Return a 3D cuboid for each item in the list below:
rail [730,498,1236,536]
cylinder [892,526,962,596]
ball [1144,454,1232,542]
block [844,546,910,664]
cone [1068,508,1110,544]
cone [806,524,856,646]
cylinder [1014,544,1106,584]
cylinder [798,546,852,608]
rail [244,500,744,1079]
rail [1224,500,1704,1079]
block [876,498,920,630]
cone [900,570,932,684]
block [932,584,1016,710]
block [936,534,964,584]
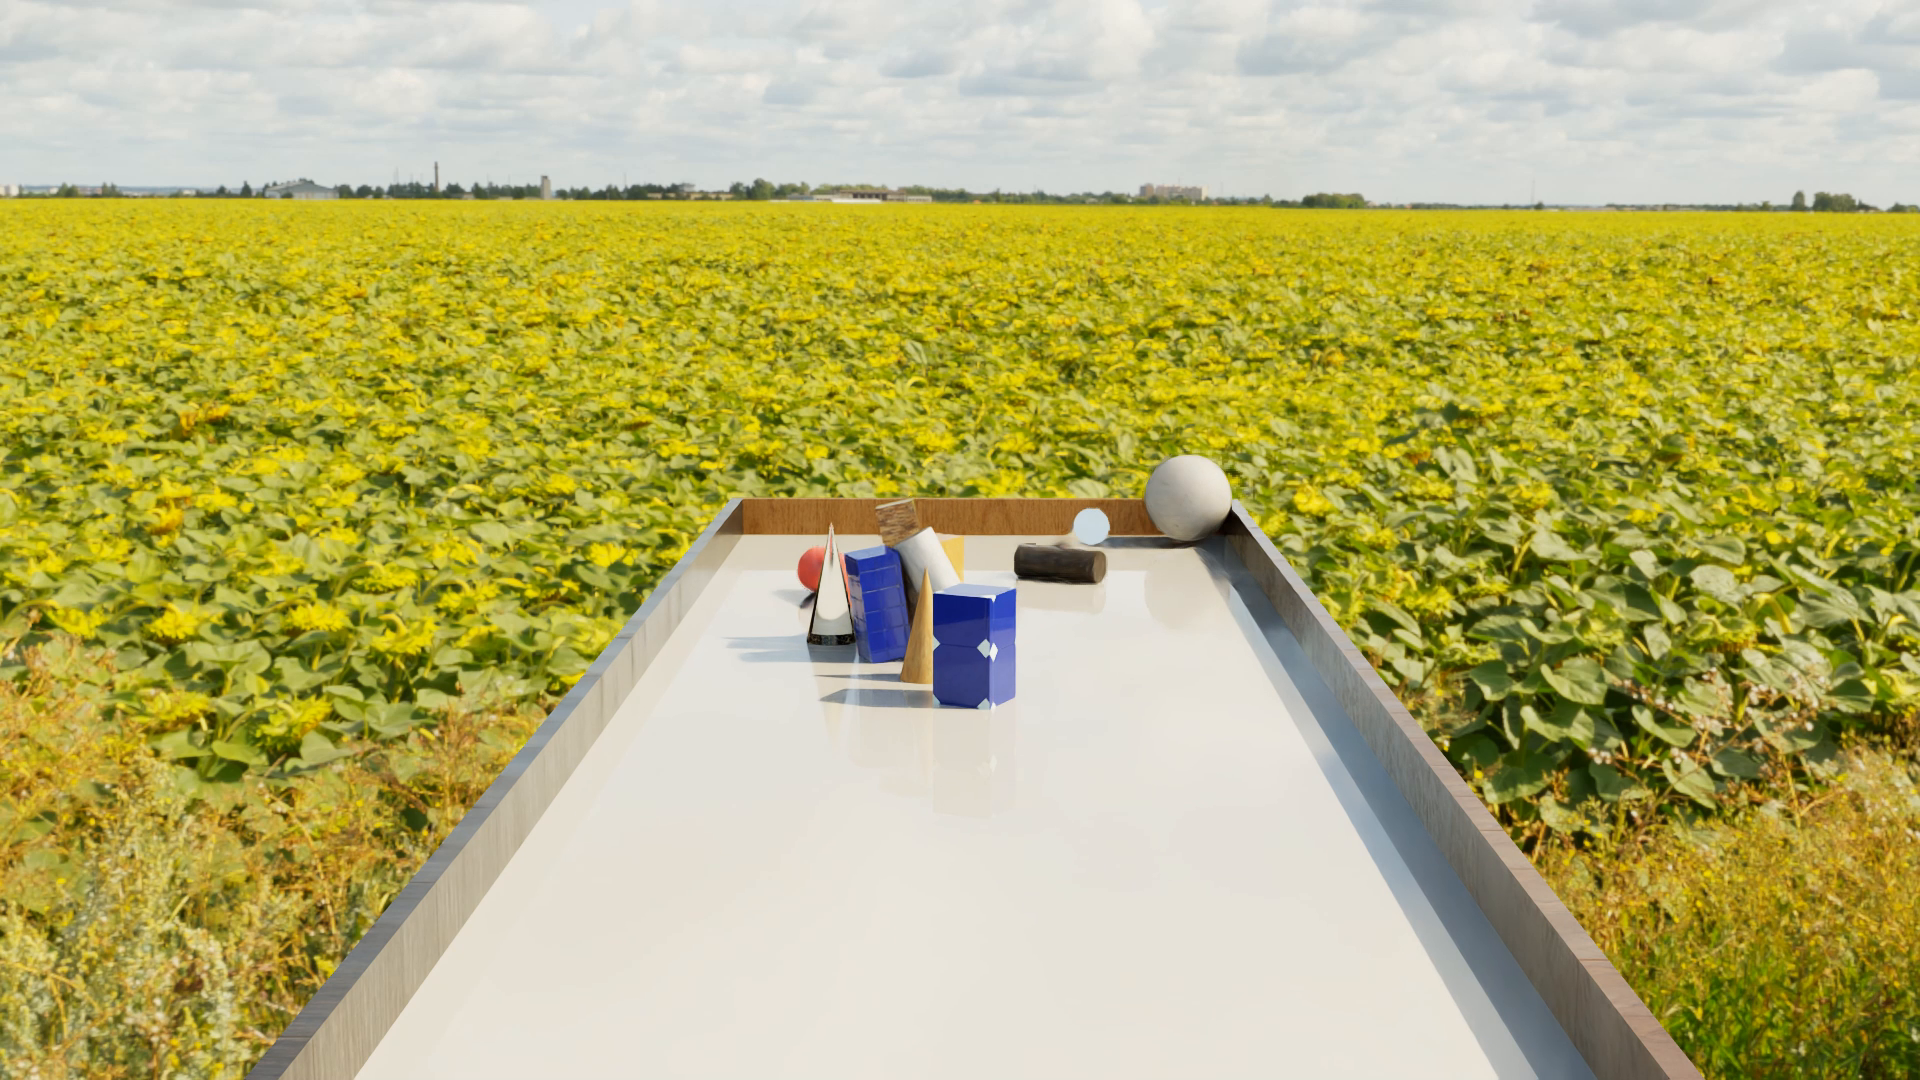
[{"bbox_3d":[0.099,-0.098,9.147,2.100,0.150,0.050,0,9,1],"label":"rail"},{"bbox_3d":[-0.057,0.160,6.706,0.137,0.387,0.137,-28,4,2],"label":"cylinder"},{"bbox_3d":[0.923,-0.171,8.891,0.352,0.352,0.352,0,9,0],"label":"ball"},{"bbox_3d":[-0.248,0.195,6.697,0.133,0.324,0.133,-12,12,-19],"label":"block"},{"bbox_3d":[0.477,-0.038,8.790,0.143,0.143,0.435,-2,-4,-10],"label":"cone"},{"bbox_3d":[-0.406,0.131,6.963,0.167,0.382,0.167,0,9,0],"label":"cone"},{"bbox_3d":[0.367,0.087,8.081,0.323,0.117,0.117,5,10,28],"label":"cylinder"},{"bbox_3d":[-0.431,0.127,7.691,0.161,0.161,0.346,-4,10,-25],"label":"cylinder"},{"bbox_3d":[-1.004,0.839,3.234,0.050,0.150,12.000,0,9,1],"label":"rail"},{"bbox_3d":[1.046,0.843,3.208,0.050,0.150,12.000,0,9,1],"label":"rail"},{"bbox_3d":[-0.151,0.106,6.833,0.117,0.452,0.117,-13,5,2],"label":"block"},{"bbox_3d":[-0.099,0.240,6.424,0.155,0.335,0.155,0,9,0],"label":"cone"},{"bbox_3d":[0.041,0.295,6.146,0.174,0.313,0.174,4,10,25],"label":"block"},{"bbox_3d":[-0.098,0.152,7.005,0.161,0.327,0.161,5,10,30],"label":"block"}]
